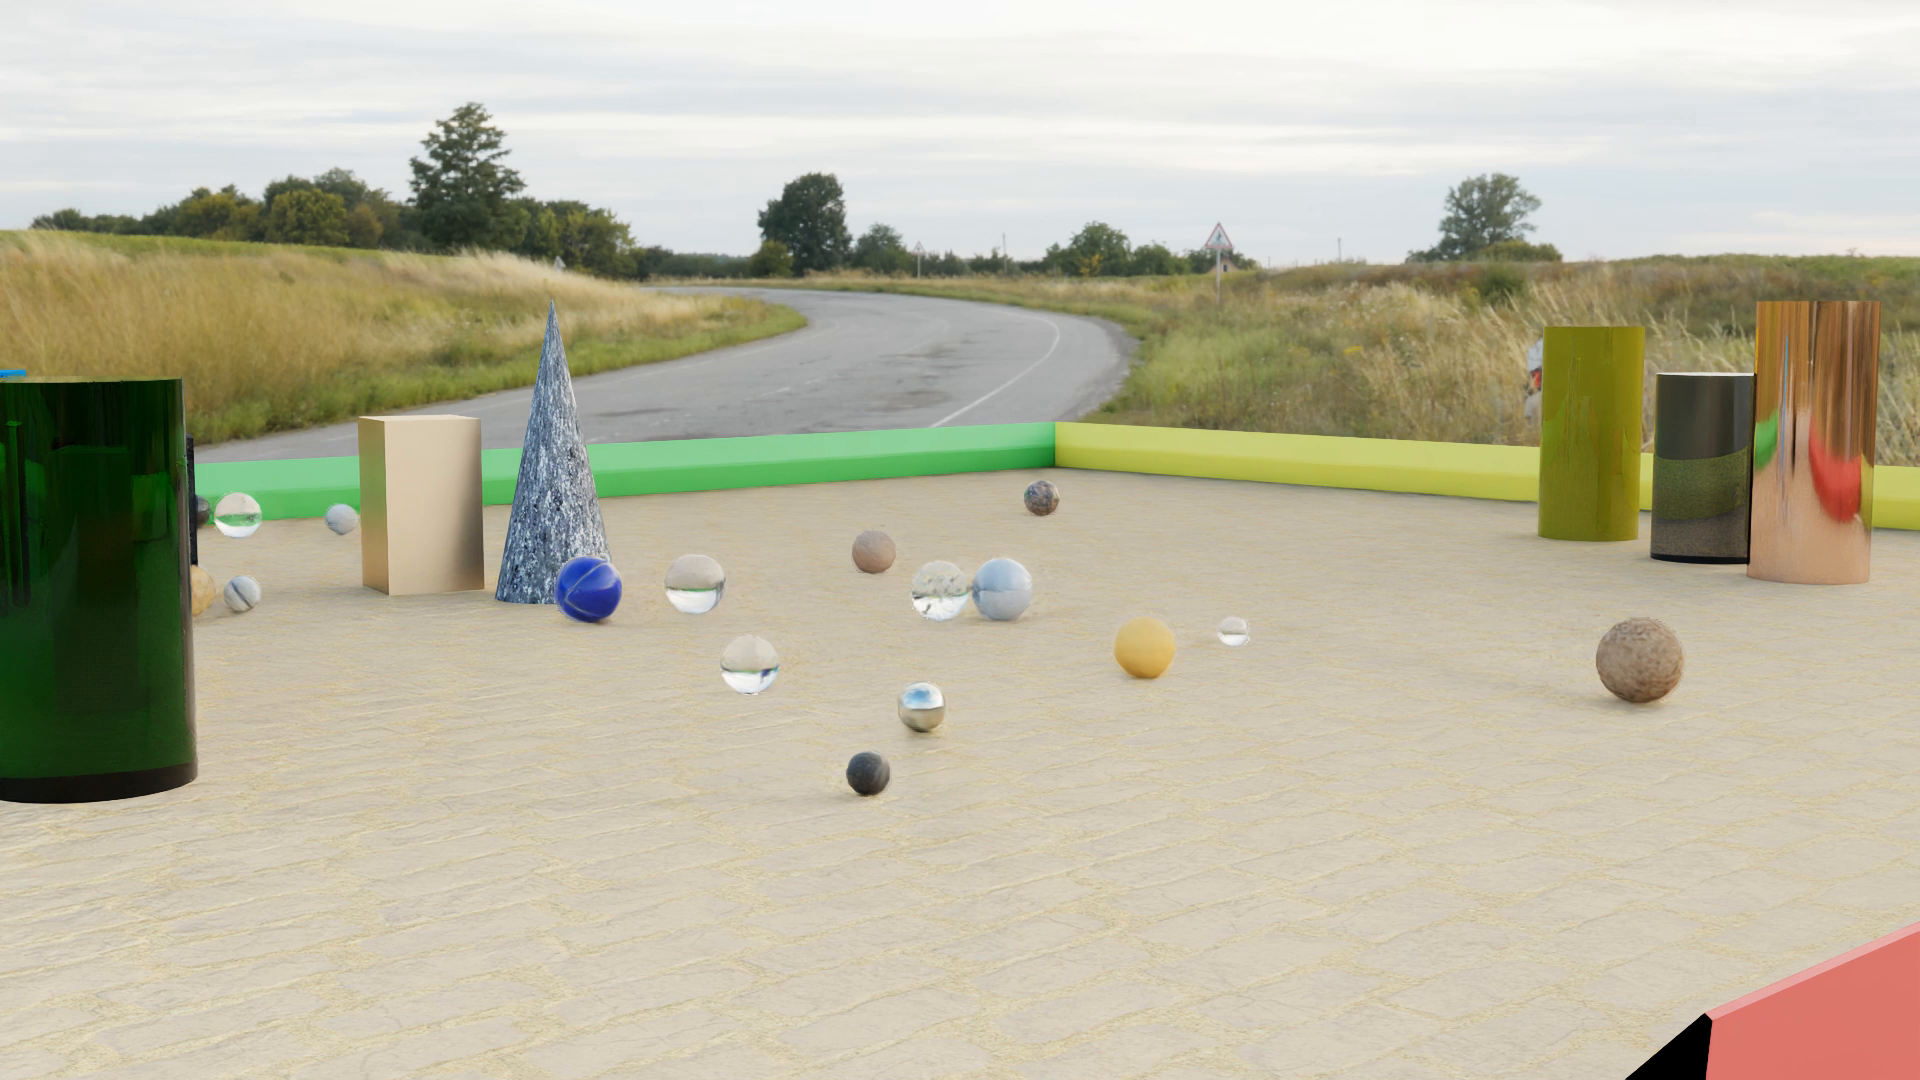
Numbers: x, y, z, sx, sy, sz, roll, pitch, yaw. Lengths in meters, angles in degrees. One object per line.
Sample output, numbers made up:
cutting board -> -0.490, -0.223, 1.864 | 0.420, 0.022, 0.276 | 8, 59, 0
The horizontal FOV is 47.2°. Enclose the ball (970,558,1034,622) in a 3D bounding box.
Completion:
ball -> 0.060, 0.071, 3.137 | 0.090, 0.090, 0.090 | 0, 6, 0

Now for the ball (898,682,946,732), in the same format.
ball -> -0.040, 0.176, 2.318 | 0.052, 0.052, 0.052 | 0, 6, 0

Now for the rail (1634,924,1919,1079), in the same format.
rail -> 1.307, 0.181, 1.924 | 4.332, 0.124, 0.045 | -6, 8, -42

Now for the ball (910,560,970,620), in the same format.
ball -> -0.029, 0.072, 3.145 | 0.085, 0.085, 0.085 | 0, 6, 0

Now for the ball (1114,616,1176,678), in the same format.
ball -> 0.223, 0.129, 2.654 | 0.075, 0.075, 0.075 | 0, 6, 0

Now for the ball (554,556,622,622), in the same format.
ball -> -0.527, 0.070, 3.125 | 0.095, 0.095, 0.095 | 0, 6, 0

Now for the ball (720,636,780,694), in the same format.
ball -> -0.244, 0.144, 2.547 | 0.068, 0.068, 0.068 | 0, 6, 0

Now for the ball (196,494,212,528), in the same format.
ball -> -1.552, -0.058, 4.455 | 0.069, 0.069, 0.069 | 0, 6, 0

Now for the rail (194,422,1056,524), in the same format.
rail -> -1.307, -0.116, 4.741 | 4.332, 0.124, 0.045 | -6, 8, -42

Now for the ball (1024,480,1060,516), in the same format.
ball -> 0.176, -0.091, 4.729 | 0.078, 0.078, 0.078 | 0, 6, 0

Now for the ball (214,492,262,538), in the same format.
ball -> -1.400, -0.047, 4.264 | 0.088, 0.088, 0.088 | 0, 6, 0

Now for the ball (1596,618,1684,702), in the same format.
ball -> 0.769, 0.137, 2.488 | 0.095, 0.095, 0.095 | 0, 6, 0

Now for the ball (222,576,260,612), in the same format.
ball -> -1.053, 0.080, 3.225 | 0.053, 0.053, 0.053 | 0, 6, 0

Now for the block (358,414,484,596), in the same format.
block -> -0.860, -0.059, 3.508 | 0.153, 0.271, 0.153 | -4, 7, -30

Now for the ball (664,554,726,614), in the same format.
ball -> -0.385, 0.064, 3.202 | 0.089, 0.089, 0.089 | 0, 6, 0

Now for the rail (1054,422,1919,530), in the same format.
rail -> 1.574, -0.120, 4.777 | 0.045, 0.124, 3.902 | -6, 8, -42

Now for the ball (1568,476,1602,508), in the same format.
ball -> 1.393, -0.106, 4.902 | 0.072, 0.072, 0.072 | 0, 6, 0

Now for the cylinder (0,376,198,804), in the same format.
cylinder -> -0.820, 0.039, 2.056 | 0.191, 0.379, 0.191 | 0, 6, 0

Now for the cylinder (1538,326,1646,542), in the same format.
cylinder -> 1.228, -0.210, 4.282 | 0.191, 0.409, 0.191 | 0, 6, 0

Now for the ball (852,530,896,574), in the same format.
ball -> -0.145, 0.020, 3.695 | 0.075, 0.075, 0.075 | 0, 6, 0

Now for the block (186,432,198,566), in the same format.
block -> -1.238, -0.031, 3.325 | 0.153, 0.252, 0.153 | -2, 6, -21

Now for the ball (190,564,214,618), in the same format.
ball -> -1.115, 0.074, 3.170 | 0.078, 0.078, 0.078 | 0, 6, 0

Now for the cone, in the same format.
cone -> -0.624, -0.143, 3.388 | 0.191, 0.463, 0.191 | 0, 6, 0

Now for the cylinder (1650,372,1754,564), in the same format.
cylinder -> 1.331, -0.130, 3.908 | 0.191, 0.329, 0.191 | 0, 6, 0

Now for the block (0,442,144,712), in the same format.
block -> -1.042, 0.037, 2.523 | 0.153, 0.286, 0.153 | -4, 7, -35

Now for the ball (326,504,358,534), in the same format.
ball -> -1.221, -0.041, 4.342 | 0.059, 0.059, 0.059 | 0, 6, 0

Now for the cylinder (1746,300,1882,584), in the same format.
cylinder -> 1.404, -0.164, 3.620 | 0.191, 0.456, 0.191 | 0, 6, 0

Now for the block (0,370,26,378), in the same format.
block -> -1.359, -0.050, 2.997 | 0.153, 0.359, 0.153 | -2, 6, -15

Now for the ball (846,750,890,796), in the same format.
ball -> -0.084, 0.214, 2.016 | 0.041, 0.041, 0.041 | 0, 6, 0

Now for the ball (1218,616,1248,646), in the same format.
ball -> 0.361, 0.120, 2.906 | 0.041, 0.041, 0.041 | 0, 6, 0
